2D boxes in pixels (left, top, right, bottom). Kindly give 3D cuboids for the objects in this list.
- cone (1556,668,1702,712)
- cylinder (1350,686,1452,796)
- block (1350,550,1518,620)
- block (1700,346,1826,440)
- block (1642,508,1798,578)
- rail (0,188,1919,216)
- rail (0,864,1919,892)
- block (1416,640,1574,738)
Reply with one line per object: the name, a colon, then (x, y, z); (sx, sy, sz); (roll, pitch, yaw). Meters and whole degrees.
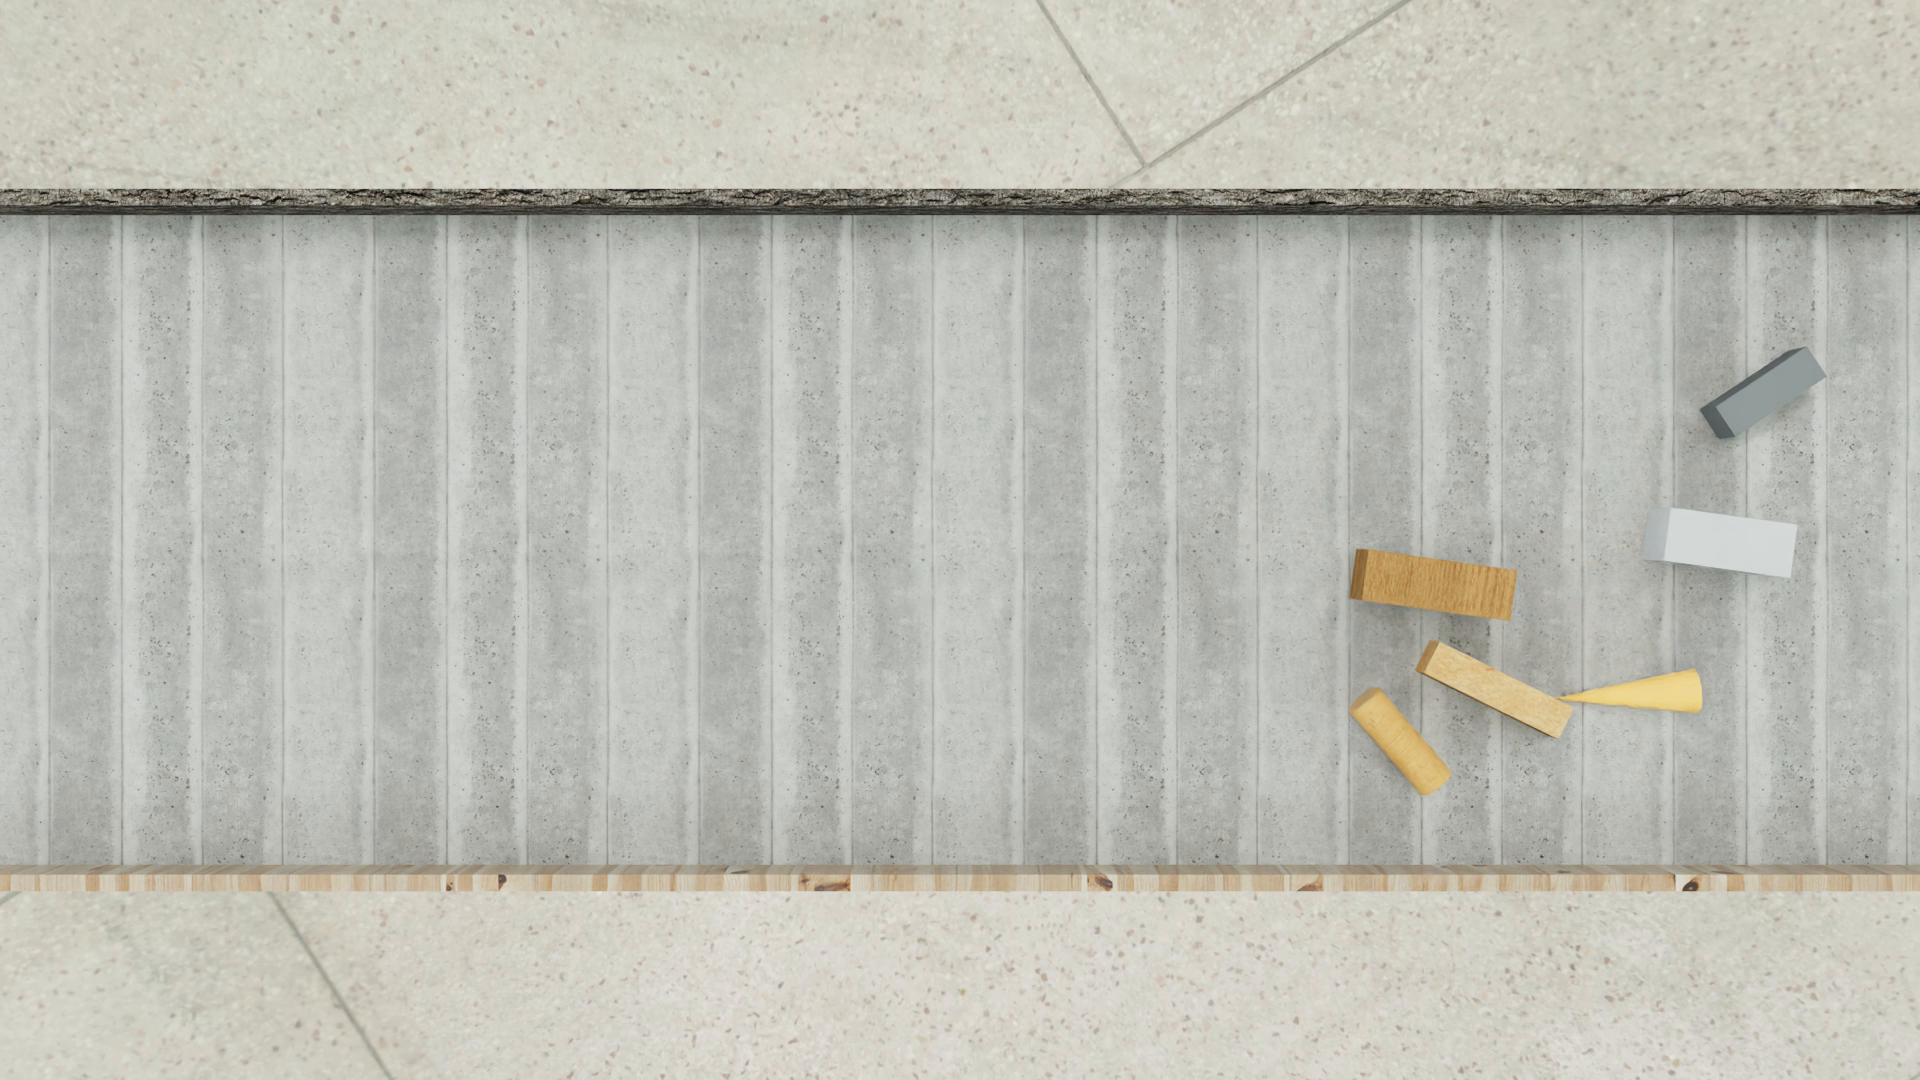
cone: (2.028, 0.472, 5.044); (0.420, 0.132, 0.132); (-4, 90, 9)
cylinder: (1.340, 0.610, 5.020); (0.114, 0.114, 0.340); (-41, 90, 0)
block: (1.431, 0.135, 5.000); (0.448, 0.153, 0.153); (8, 90, 0)
block: (2.443, -0.447, 5.022); (0.330, 0.109, 0.109); (-34, 90, 0)
block: (2.297, 0.008, 4.997); (0.380, 0.159, 0.159); (8, 90, 0)
rail: (-2.247, -1.025, 5.002); (12.000, 0.150, 0.050); (0, 90, 0)
rail: (-2.247, 1.025, 5.001); (12.000, 0.150, 0.050); (0, 90, 0)
block: (1.625, 0.454, 5.024); (0.451, 0.105, 0.105); (26, 90, 0)
